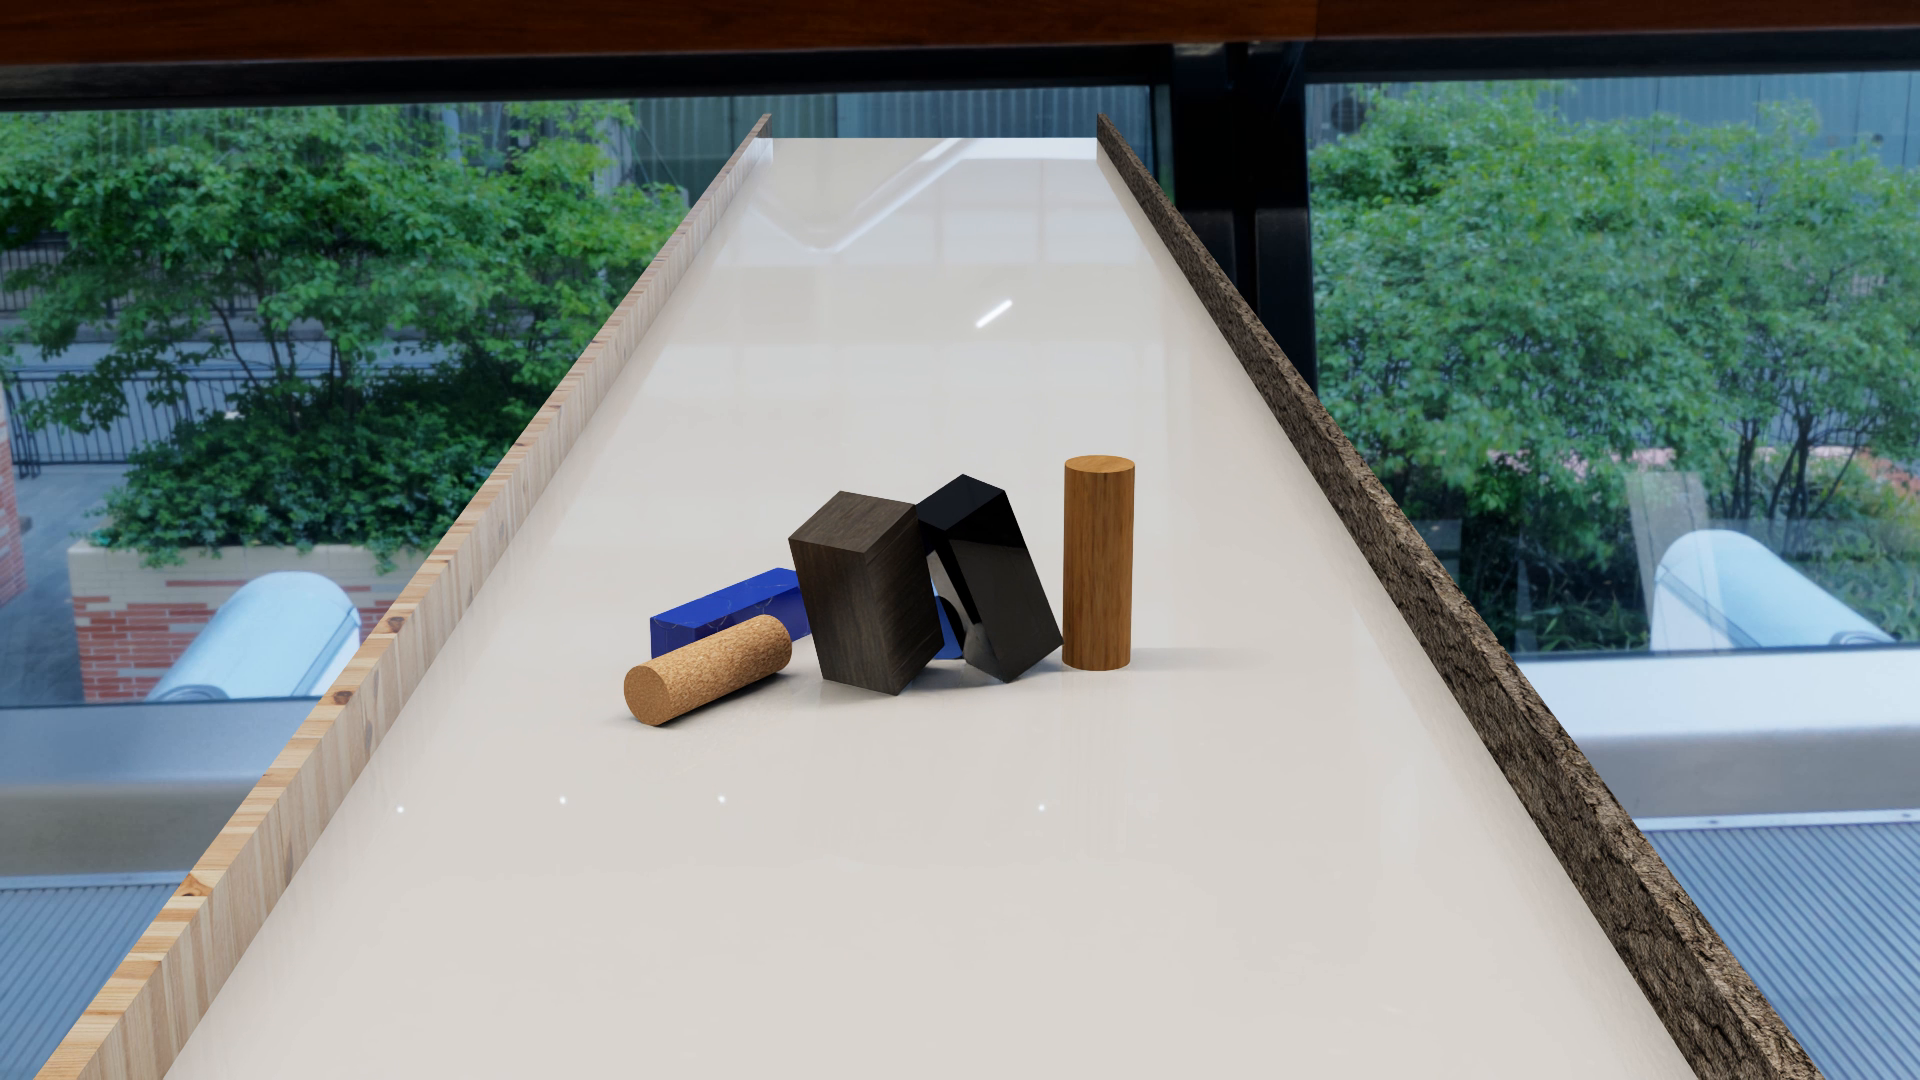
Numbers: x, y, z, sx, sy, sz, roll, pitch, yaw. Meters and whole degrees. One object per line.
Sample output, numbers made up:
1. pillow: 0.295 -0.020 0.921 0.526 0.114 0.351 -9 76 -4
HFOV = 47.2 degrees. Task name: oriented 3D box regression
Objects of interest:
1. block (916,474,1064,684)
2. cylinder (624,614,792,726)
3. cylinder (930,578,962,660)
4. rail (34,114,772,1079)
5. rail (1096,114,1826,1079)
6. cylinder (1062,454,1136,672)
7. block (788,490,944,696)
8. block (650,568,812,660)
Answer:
1. block: 0.049 0.076 4.285 0.147 0.364 0.147 -34 30 -21
2. cylinder: -0.477 0.245 4.199 0.116 0.116 0.357 11 20 33
3. cylinder: -0.028 0.131 4.546 0.137 0.137 0.307 0 17 1
4. rail: -1.118 -0.838 7.780 0.050 0.150 12.000 0 17 -1
5. rail: 0.932 -0.844 7.801 0.050 0.150 12.000 0 17 -1
6. cylinder: 0.274 0.045 4.362 0.138 0.406 0.138 0 17 0
7. block: -0.177 0.102 4.240 0.176 0.329 0.176 11 38 32
8. block: -0.448 0.169 4.456 0.115 0.115 0.403 11 20 32
